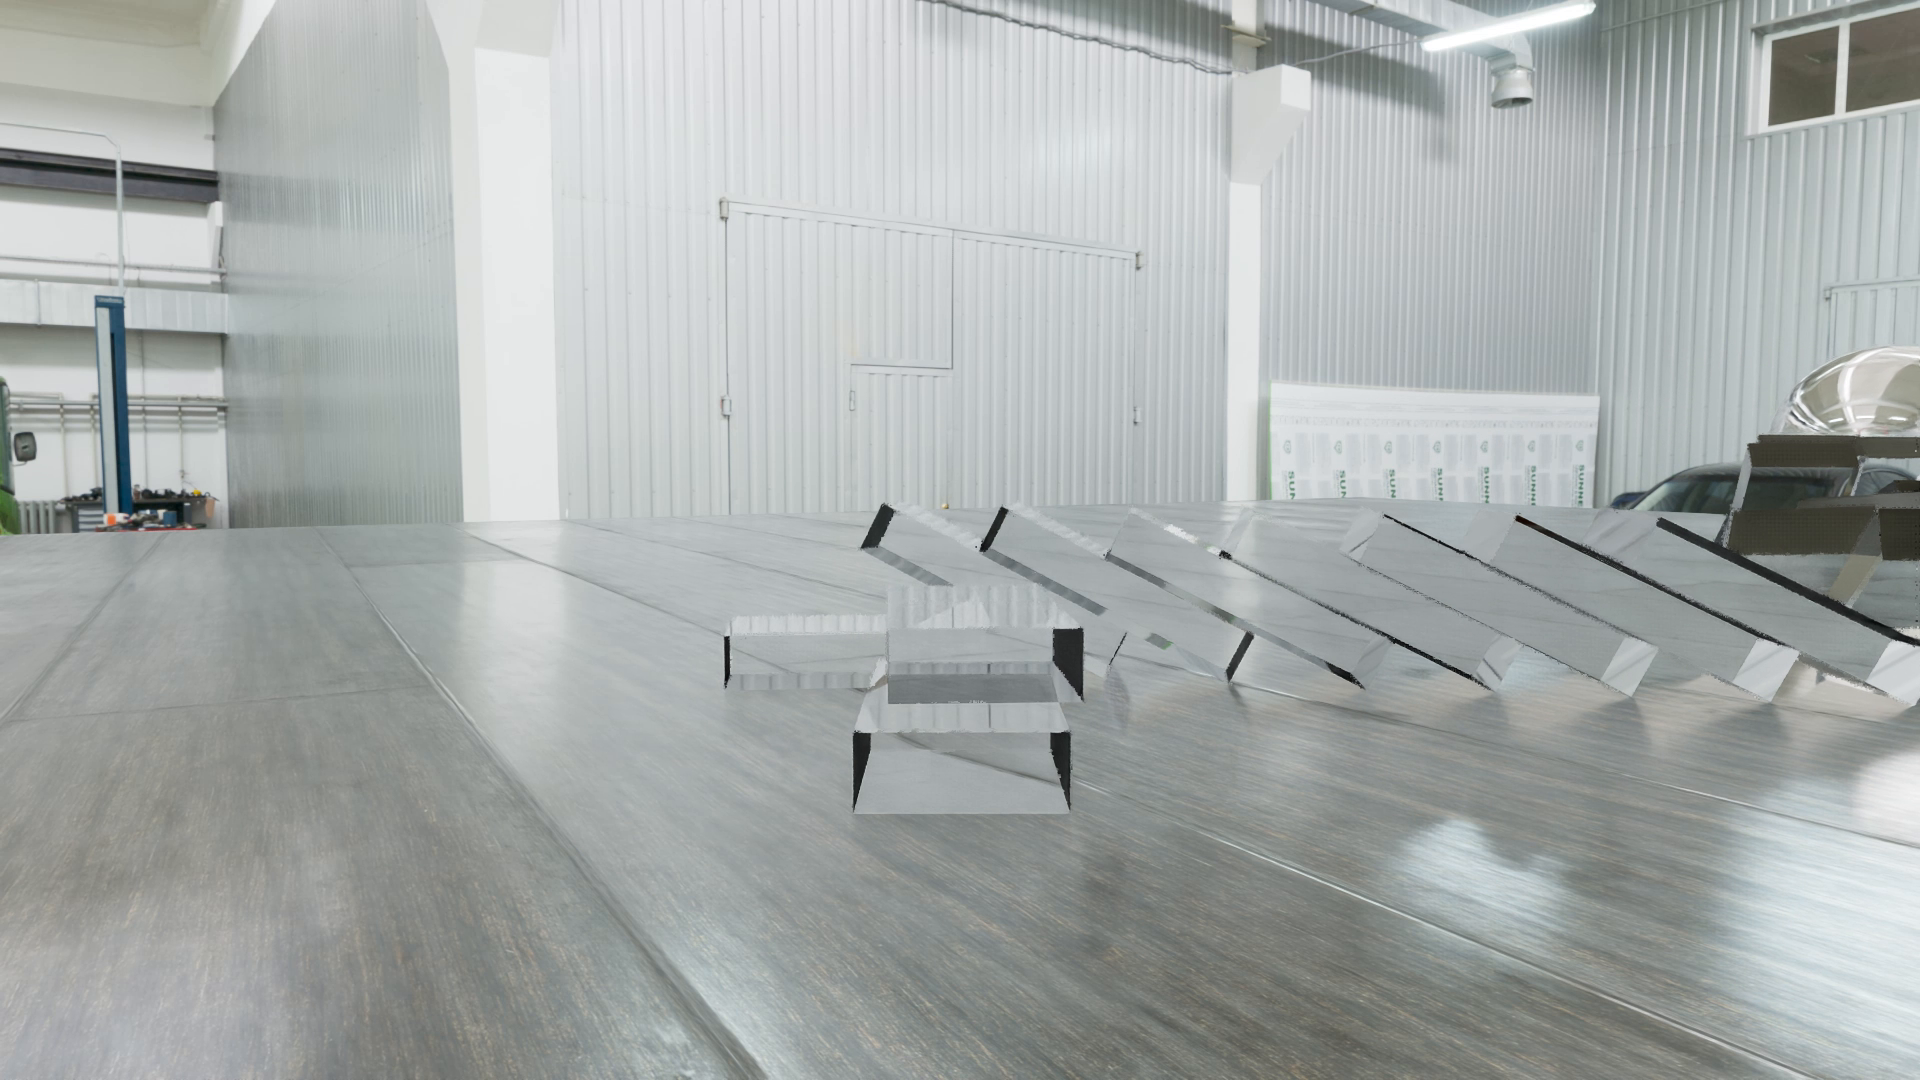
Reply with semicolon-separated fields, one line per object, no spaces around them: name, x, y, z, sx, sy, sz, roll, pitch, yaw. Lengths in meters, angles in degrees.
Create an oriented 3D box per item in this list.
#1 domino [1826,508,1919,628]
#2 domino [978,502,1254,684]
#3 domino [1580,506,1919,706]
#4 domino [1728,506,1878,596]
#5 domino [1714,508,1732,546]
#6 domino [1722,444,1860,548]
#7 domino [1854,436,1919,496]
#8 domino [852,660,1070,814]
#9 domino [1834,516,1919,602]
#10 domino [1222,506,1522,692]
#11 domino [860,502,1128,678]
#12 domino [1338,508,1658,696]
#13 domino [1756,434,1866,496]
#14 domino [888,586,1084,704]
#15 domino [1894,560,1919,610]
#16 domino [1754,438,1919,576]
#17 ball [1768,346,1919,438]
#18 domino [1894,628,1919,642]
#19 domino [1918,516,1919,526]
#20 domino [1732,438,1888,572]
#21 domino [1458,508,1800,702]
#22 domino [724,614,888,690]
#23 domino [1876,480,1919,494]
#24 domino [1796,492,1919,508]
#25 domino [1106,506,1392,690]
domino;0.174;0.009;0.230;0.025;0.010;0.050;2;-23;24
domino;0.029;0.009;0.240;0.050;0.009;0.025;28;7;7
domino;0.136;0.010;0.222;0.050;0.010;0.025;27;8;3
domino;0.179;0.008;0.256;0.050;0.010;0.025;25;-15;-29
domino;0.272;-0.012;0.425;0.025;0.050;0.009;0;44;5
domino;0.237;-0.006;0.368;0.025;0.050;0.010;2;48;21
domino;0.269;-0.009;0.388;0.025;0.050;0.009;1;44;4
domino;0.000;0.025;0.172;0.025;0.009;0.050;0;4;0
domino;0.253;0.001;0.327;0.025;0.009;0.050;0;-26;-4
domino;0.073;0.010;0.234;0.050;0.010;0.025;27;7;6
domino;0.008;0.008;0.244;0.050;0.010;0.025;28;7;7
domino;0.095;0.010;0.230;0.050;0.010;0.025;27;8;6
domino;0.246;-0.009;0.380;0.025;0.050;0.010;2;44;20
domino;0.002;0.014;0.188;0.025;0.010;0.050;0;4;-3
domino;0.254;0.003;0.307;0.025;0.010;0.050;1;-26;0
domino;0.272;-0.010;0.400;0.025;0.050;0.010;0;44;5
ball;0.357;-0.035;0.494;0.080;0.080;0.080;0;4;0
domino;0.174;0.023;0.204;0.025;0.010;0.050;1;4;7
domino;0.222;0.005;0.273;0.025;0.009;0.050;4;-26;41
domino;0.272;-0.011;0.412;0.025;0.050;0.009;0;44;5
domino;0.116;0.010;0.226;0.050;0.010;0.025;27;8;6
domino;-0.017;0.020;0.236;0.050;0.010;0.025;0;4;-7
domino;0.248;0.000;0.346;0.025;0.010;0.050;0;-26;-3
domino;0.199;0.006;0.266;0.050;0.009;0.025;28;-16;-27
domino;0.052;0.010;0.236;0.050;0.010;0.025;27;7;5
